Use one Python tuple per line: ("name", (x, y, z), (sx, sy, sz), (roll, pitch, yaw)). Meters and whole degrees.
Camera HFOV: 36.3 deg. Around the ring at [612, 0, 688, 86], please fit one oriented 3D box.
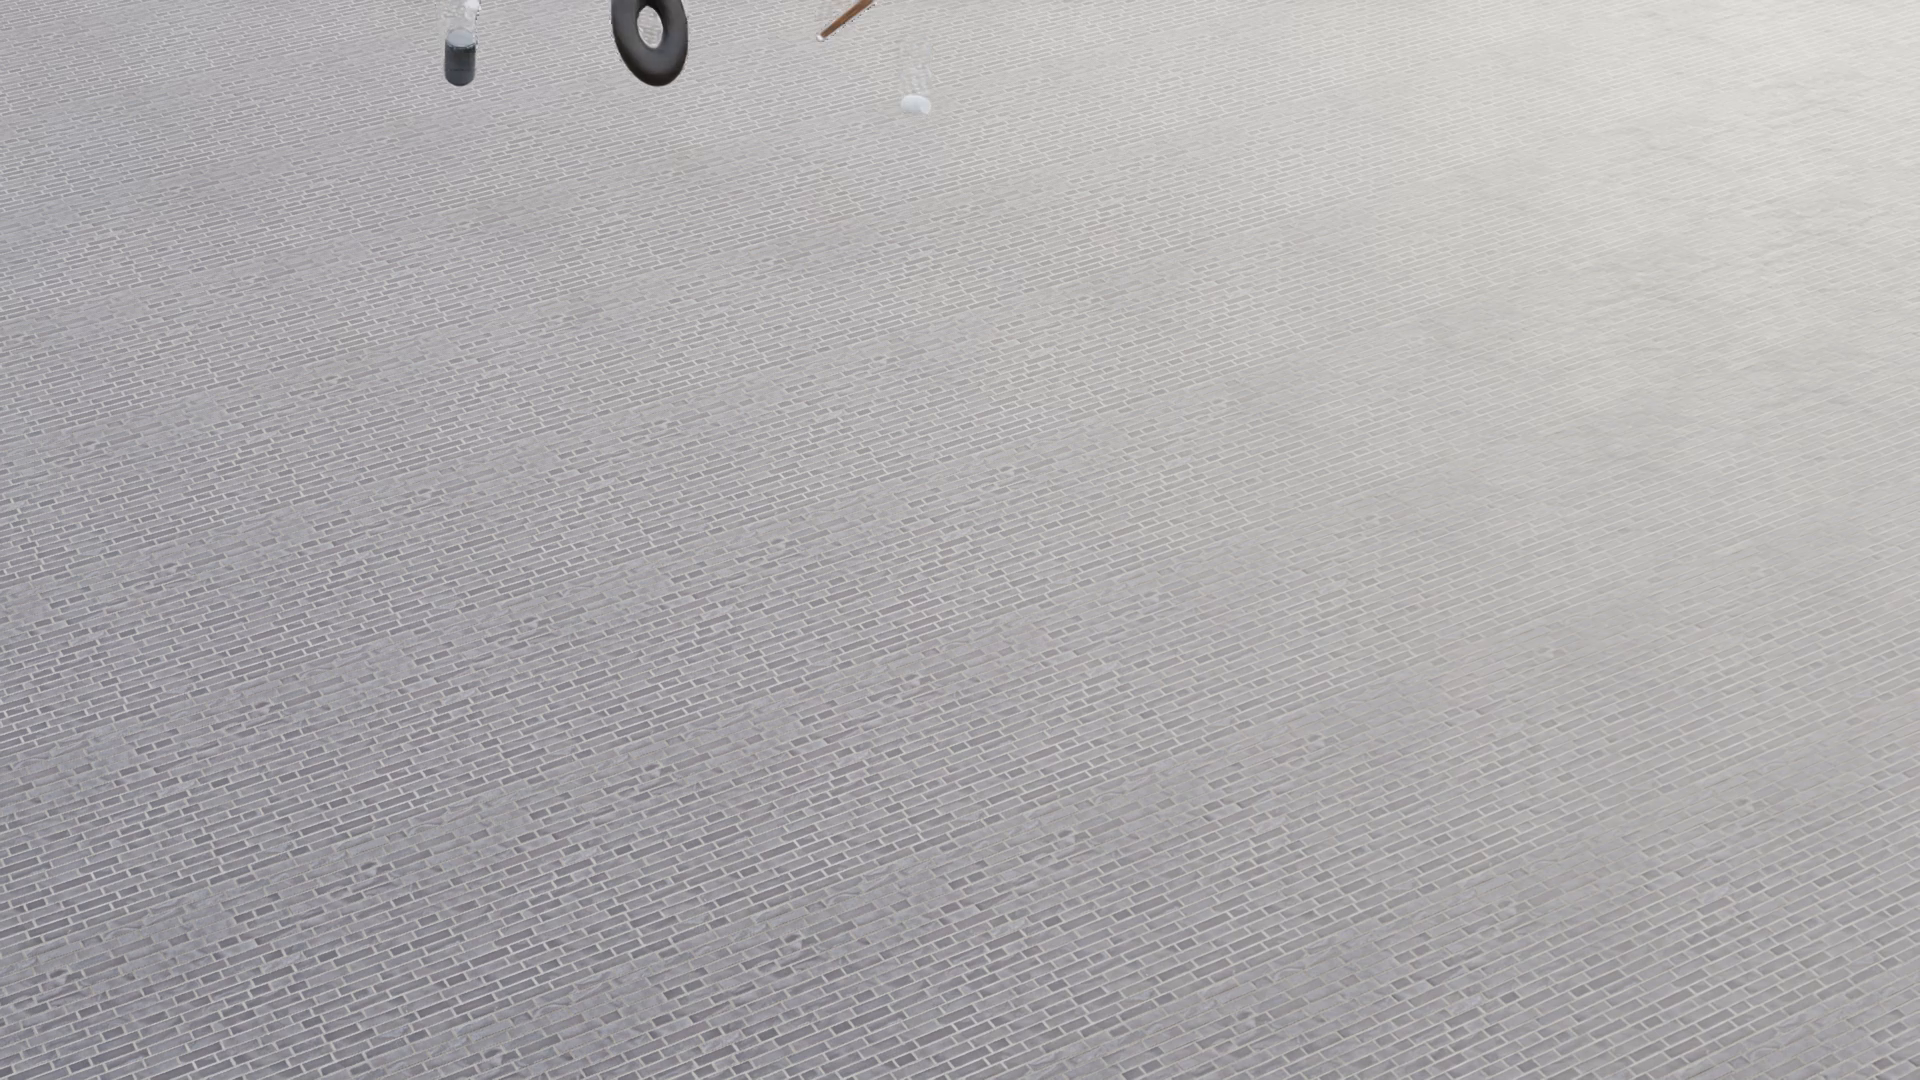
("ring", (-0.839, -1.391, 7.943), (0.209, 0.330, 0.066), (-17, 19, -19))
